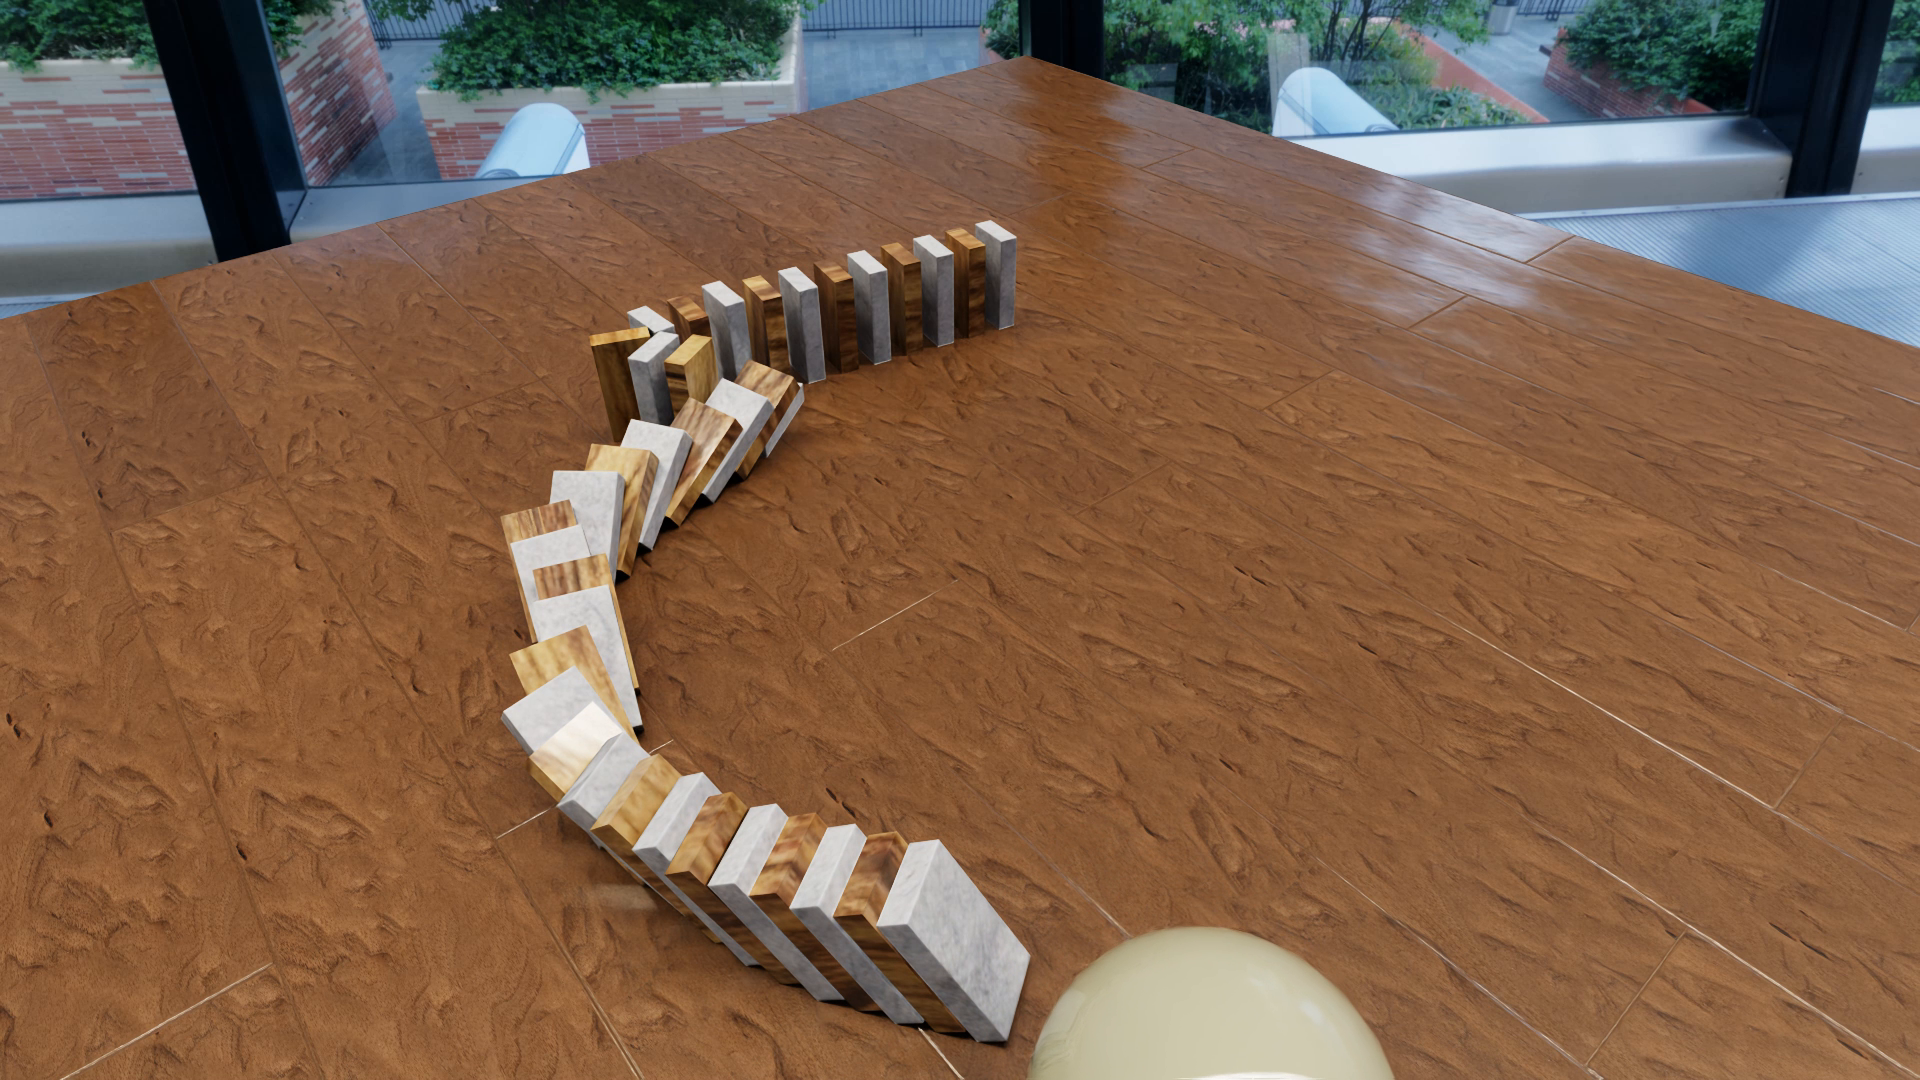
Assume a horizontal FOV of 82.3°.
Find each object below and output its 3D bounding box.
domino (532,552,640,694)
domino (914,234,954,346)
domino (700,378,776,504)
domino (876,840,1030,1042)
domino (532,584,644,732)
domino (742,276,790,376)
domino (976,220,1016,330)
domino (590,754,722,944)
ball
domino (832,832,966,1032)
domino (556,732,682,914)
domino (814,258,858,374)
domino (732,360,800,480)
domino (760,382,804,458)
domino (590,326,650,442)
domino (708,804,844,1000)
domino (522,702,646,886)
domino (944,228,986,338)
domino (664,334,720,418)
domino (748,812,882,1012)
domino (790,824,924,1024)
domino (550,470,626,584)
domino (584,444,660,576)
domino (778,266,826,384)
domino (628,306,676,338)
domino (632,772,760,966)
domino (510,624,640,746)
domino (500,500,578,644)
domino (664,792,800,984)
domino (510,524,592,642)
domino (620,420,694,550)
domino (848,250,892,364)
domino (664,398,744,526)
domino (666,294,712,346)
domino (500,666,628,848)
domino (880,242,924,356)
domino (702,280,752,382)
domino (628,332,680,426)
[{"bbox_3d":[-0.130,0.032,0.384,0.025,0.009,0.050,-14,75,-16],"label":"domino"},{"bbox_3d":[-0.013,-0.129,0.568,0.009,0.050,0.025,-20,43,-22],"label":"domino"},{"bbox_3d":[-0.105,-0.043,0.476,0.025,0.009,0.050,25,75,19],"label":"domino"},{"bbox_3d":[0.000,0.104,0.286,0.009,0.050,0.025,-17,30,32],"label":"domino"},{"bbox_3d":[-0.125,0.043,0.371,0.025,0.009,0.050,-14,75,-16],"label":"domino"},{"bbox_3d":[-0.093,-0.099,0.532,0.009,0.050,0.025,-21,44,-24],"label":"domino"},{"bbox_3d":[0.019,-0.140,0.583,0.009,0.050,0.025,-21,44,-24],"label":"domino"},{"bbox_3d":[-0.077,0.087,0.309,0.009,0.050,0.025,-24,25,36],"label":"domino"},{"bbox_3d":[0.053,0.125,0.235,0.080,0.080,0.080,0,39,0],"label":"ball"},{"bbox_3d":[-0.011,0.103,0.288,0.009,0.050,0.025,-17,30,32],"label":"domino"},{"bbox_3d":[-0.088,0.082,0.317,0.009,0.050,0.025,-28,22,38],"label":"domino"},{"bbox_3d":[-0.062,-0.111,0.547,0.010,0.050,0.025,-20,43,-23],"label":"domino"},{"bbox_3d":[-0.095,-0.054,0.489,0.025,0.009,0.050,23,75,19],"label":"domino"},{"bbox_3d":[-0.093,-0.058,0.514,0.025,0.010,0.050,9,40,10],"label":"domino"},{"bbox_3d":[-0.149,-0.070,0.497,0.025,0.050,0.009,-13,41,-15],"label":"domino"},{"bbox_3d":[-0.044,0.097,0.295,0.010,0.050,0.025,-17,30,32],"label":"domino"},{"bbox_3d":[-0.103,0.076,0.329,0.050,0.009,0.025,46,49,-2],"label":"domino"},{"bbox_3d":[0.003,-0.134,0.575,0.009,0.050,0.025,-20,43,-23],"label":"domino"},{"bbox_3d":[-0.117,-0.062,0.488,0.009,0.050,0.025,12,41,14],"label":"domino"},{"bbox_3d":[-0.033,0.099,0.292,0.010,0.050,0.025,-17,30,32],"label":"domino"},{"bbox_3d":[-0.022,0.101,0.290,0.009,0.050,0.025,-17,30,32],"label":"domino"},{"bbox_3d":[-0.145,-0.001,0.423,0.025,0.010,0.050,1,75,1],"label":"domino"},{"bbox_3d":[-0.139,-0.012,0.437,0.025,0.009,0.050,7,74,8],"label":"domino"},{"bbox_3d":[-0.077,-0.105,0.540,0.009,0.050,0.025,-21,44,-23],"label":"domino"},{"bbox_3d":[-0.139,-0.080,0.509,0.010,0.050,0.025,-30,48,-31],"label":"domino"},{"bbox_3d":[-0.065,0.091,0.303,0.010,0.050,0.025,-18,28,33],"label":"domino"},{"bbox_3d":[-0.123,0.055,0.355,0.025,0.010,0.050,-23,78,-25],"label":"domino"},{"bbox_3d":[-0.151,0.012,0.407,0.025,0.010,0.050,-16,75,-16],"label":"domino"},{"bbox_3d":[-0.055,0.095,0.298,0.010,0.050,0.025,-18,30,33],"label":"domino"},{"bbox_3d":[-0.142,0.022,0.396,0.025,0.010,0.050,-17,76,-16],"label":"domino"},{"bbox_3d":[-0.131,-0.023,0.451,0.025,0.009,0.050,12,74,15],"label":"domino"},{"bbox_3d":[-0.046,-0.117,0.554,0.009,0.050,0.025,-20,43,-23],"label":"domino"},{"bbox_3d":[-0.116,-0.033,0.464,0.025,0.009,0.050,25,75,19],"label":"domino"},{"bbox_3d":[-0.124,-0.086,0.517,0.010,0.050,0.025,-24,45,-26],"label":"domino"},{"bbox_3d":[-0.115,0.067,0.340,0.025,0.010,0.050,-37,88,-35],"label":"domino"},{"bbox_3d":[-0.030,-0.123,0.561,0.009,0.050,0.025,-20,43,-23],"label":"domino"},{"bbox_3d":[-0.111,-0.096,0.528,0.009,0.050,0.025,-25,45,-27],"label":"domino"},{"bbox_3d":[-0.132,-0.064,0.490,0.009,0.050,0.025,13,41,16],"label":"domino"}]
